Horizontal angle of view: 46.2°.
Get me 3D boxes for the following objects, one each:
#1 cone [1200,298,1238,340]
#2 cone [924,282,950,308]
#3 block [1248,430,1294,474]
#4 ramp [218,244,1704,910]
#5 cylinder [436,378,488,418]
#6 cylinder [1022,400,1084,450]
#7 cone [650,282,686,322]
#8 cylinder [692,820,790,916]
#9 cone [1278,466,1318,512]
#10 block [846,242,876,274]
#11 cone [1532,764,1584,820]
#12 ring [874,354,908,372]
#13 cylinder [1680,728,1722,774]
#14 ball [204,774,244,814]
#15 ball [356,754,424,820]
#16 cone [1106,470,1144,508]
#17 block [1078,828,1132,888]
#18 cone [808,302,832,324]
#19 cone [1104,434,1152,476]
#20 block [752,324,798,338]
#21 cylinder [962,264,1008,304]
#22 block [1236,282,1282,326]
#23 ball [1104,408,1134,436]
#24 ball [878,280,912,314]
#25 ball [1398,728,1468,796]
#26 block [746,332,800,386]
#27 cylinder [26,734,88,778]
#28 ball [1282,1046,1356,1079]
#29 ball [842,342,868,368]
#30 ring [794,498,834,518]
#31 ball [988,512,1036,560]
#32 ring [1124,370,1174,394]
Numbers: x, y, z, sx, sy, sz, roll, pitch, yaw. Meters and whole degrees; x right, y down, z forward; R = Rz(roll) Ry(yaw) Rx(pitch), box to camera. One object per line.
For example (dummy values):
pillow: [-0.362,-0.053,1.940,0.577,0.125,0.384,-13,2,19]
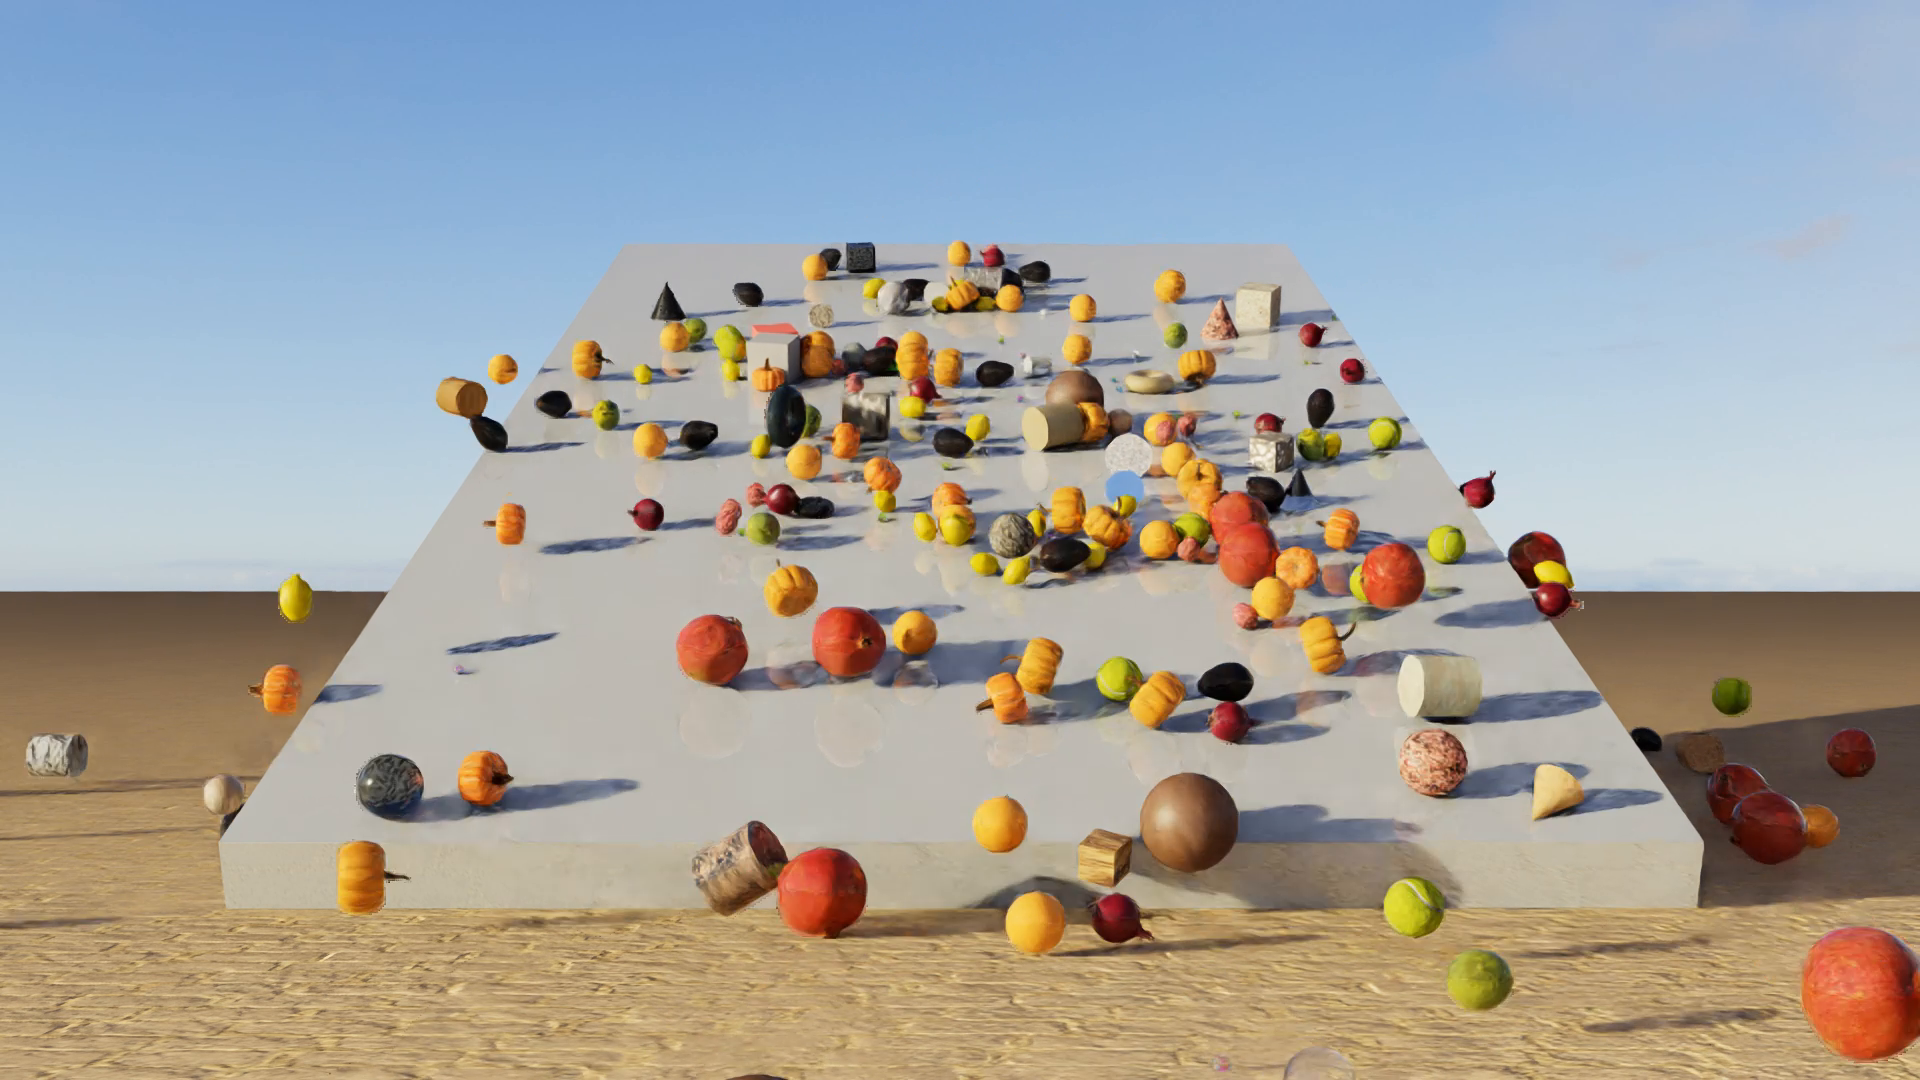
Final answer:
cone: [0.660,-0.568,5.709,0.099,0.099,0.099,0,19,0]
cone: [-0.061,-0.652,6.052,0.072,0.072,0.072,0,-8,3]
block: [0.642,-0.182,4.641,0.065,0.065,0.065,17,25,40]
ramp: [-0.004,-0.198,4.938,2.000,0.100,4.000,0,19,0]
cylinder: [-1.149,-0.328,5.193,0.084,0.084,0.084,15,9,44]
cylinder: [0.196,-0.243,4.775,0.093,0.093,0.093,-13,7,-34]
cone: [-0.765,-0.628,5.887,0.094,0.094,0.094,0,19,0]
cylinder: [-0.278,0.417,2.864,0.090,0.090,0.090,-32,-11,15]
cone: [0.661,-0.106,4.400,0.080,0.080,0.080,0,19,0]
block: [-0.284,-0.808,6.440,0.073,0.073,0.073,-3,19,-10]
cone: [0.808,0.363,3.110,0.075,0.075,0.075,-45,23,-27]
ring: [-0.164,-0.426,5.403,0.083,0.028,0.083,1,19,0]
cylinder: [1.743,0.501,5.303,0.089,0.089,0.089,0,17,14]
ball: [-1.043,0.361,3.191,0.056,0.056,0.056,0,-1,0]
ball: [-0.782,0.338,3.090,0.090,0.090,0.090,0,-1,0]
cone: [0.321,-0.093,4.430,0.077,0.077,0.077,0,-8,-1]
block: [0.189,0.415,2.941,0.051,0.051,0.051,12,25,28]
cone: [-0.355,-0.572,5.825,0.065,0.065,0.065,0,-19,8]
cone: [0.349,-0.163,4.619,0.096,0.096,0.096,0,-8,9]
block: [-0.442,-0.462,5.405,0.094,0.094,0.094,-5,20,-15]
cylinder: [0.067,-0.684,6.046,0.097,0.097,0.097,-9,-3,14]
block: [0.776,-0.613,5.854,0.091,0.091,0.091,9,21,23]
ball: [0.341,-0.252,4.848,0.062,0.062,0.062,0,-1,0]
ball: [-0.172,-0.637,5.921,0.089,0.089,0.089,0,-1,0]
ball: [0.664,0.312,3.163,0.095,0.095,0.095,0,-1,0]
block: [-0.437,-0.426,5.292,0.100,0.100,0.100,4,19,12]
cylinder: [-1.987,0.474,4.957,0.094,0.094,0.094,1,-1,7]
ball: [0.296,0.447,1.854,0.060,0.060,0.060,0,-1,0]
ball: [-0.252,-0.441,5.395,0.062,0.062,0.062,0,-1,0]
ring: [-0.283,-0.062,4.351,0.079,0.026,0.079,1,19,0]
ball: [0.094,-0.007,4.053,0.084,0.084,0.084,0,-1,0]
ring: [0.439,-0.367,5.220,0.114,0.038,0.114,1,18,0]
